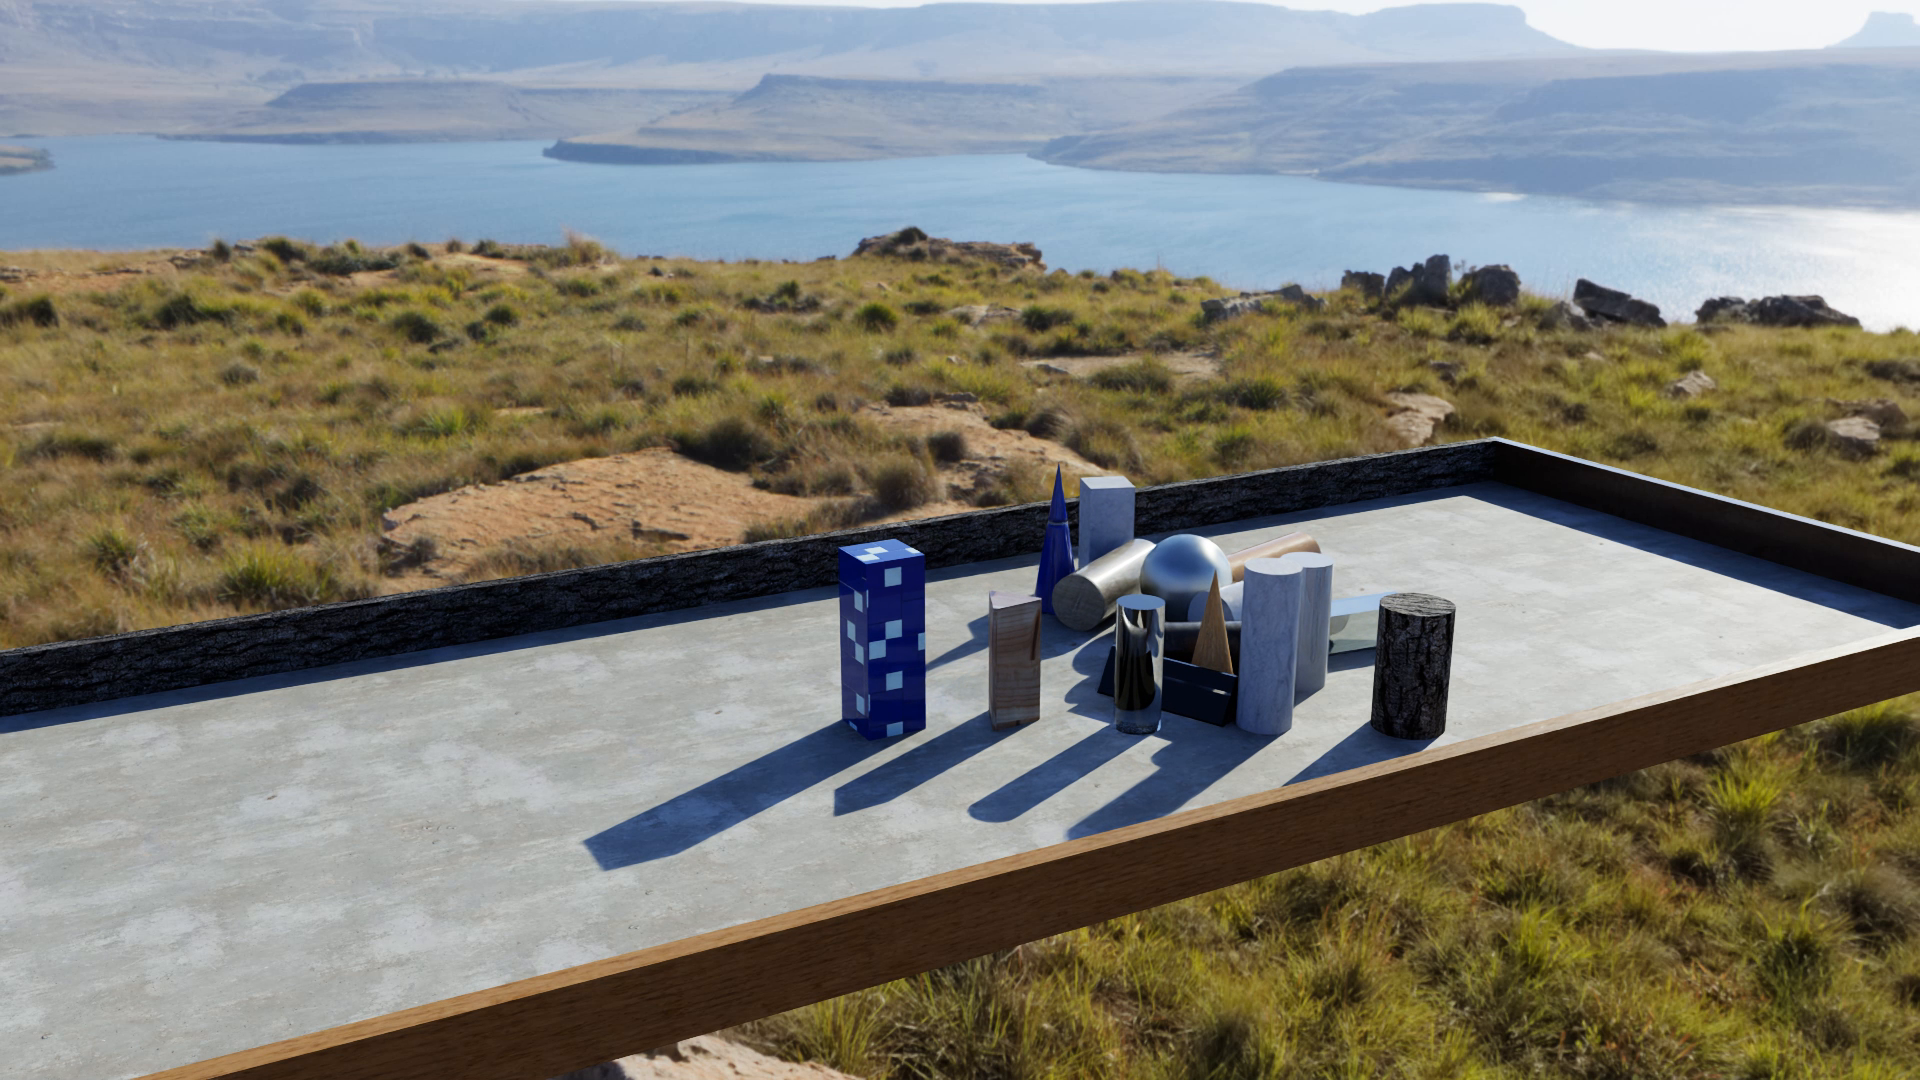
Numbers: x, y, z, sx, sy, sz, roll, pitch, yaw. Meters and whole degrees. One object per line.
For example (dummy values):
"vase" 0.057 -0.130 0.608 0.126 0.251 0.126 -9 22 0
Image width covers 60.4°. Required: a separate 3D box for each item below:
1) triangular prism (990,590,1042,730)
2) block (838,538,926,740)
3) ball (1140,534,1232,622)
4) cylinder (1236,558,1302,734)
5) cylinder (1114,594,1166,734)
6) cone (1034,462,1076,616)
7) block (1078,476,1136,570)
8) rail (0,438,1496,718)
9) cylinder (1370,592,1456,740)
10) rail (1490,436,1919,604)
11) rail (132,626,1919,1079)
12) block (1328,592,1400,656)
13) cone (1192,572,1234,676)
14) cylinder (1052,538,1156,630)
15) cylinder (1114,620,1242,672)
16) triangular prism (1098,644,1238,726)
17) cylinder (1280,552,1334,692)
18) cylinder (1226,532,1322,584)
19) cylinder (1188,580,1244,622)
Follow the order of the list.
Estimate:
"triangular prism" 0.103 0.277 3.879 0.132 0.301 0.115 -11 19 -32
"block" -0.180 0.229 3.822 0.147 0.425 0.147 -9 19 -28
"ball" 0.620 0.110 4.532 0.253 0.253 0.253 0 16 0
"cylinder" 0.716 0.246 3.827 0.131 0.389 0.131 0 17 0
"cylinder" 0.415 0.289 3.829 0.112 0.306 0.112 0 16 0
"cone" 0.274 -0.012 4.633 0.139 0.430 0.139 0 16 0
"block" 0.435 -0.025 4.905 0.133 0.302 0.133 -3 17 -9
"rail" -3.305 0.497 3.399 12.000 0.150 0.050 -9 18 -27
"cylinder" 1.051 0.292 3.830 0.170 0.300 0.170 0 16 0
"rail" 2.466 -0.048 5.253 0.050 0.150 2.100 -9 18 -27
"rail" -2.336 1.006 1.665 12.000 0.150 0.050 -9 18 -27
"block" 1.035 0.227 4.387 0.373 0.110 0.110 -7 18 -22
"cone" 0.620 0.220 4.040 0.127 0.319 0.127 0 16 0
"cylinder" 0.426 0.122 4.658 0.158 0.158 0.409 10 19 30
"cylinder" 0.586 0.273 4.196 0.371 0.130 0.130 -1 16 -3
"triangular prism" 0.515 0.341 3.995 0.347 0.107 0.123 13 21 36
"cylinder" 0.853 0.202 4.097 0.130 0.321 0.130 0 16 0
"cylinder" 0.869 0.089 4.798 0.433 0.144 0.144 -16 23 -43
"cylinder" 0.806 0.184 4.433 0.377 0.167 0.167 -13 21 -37
